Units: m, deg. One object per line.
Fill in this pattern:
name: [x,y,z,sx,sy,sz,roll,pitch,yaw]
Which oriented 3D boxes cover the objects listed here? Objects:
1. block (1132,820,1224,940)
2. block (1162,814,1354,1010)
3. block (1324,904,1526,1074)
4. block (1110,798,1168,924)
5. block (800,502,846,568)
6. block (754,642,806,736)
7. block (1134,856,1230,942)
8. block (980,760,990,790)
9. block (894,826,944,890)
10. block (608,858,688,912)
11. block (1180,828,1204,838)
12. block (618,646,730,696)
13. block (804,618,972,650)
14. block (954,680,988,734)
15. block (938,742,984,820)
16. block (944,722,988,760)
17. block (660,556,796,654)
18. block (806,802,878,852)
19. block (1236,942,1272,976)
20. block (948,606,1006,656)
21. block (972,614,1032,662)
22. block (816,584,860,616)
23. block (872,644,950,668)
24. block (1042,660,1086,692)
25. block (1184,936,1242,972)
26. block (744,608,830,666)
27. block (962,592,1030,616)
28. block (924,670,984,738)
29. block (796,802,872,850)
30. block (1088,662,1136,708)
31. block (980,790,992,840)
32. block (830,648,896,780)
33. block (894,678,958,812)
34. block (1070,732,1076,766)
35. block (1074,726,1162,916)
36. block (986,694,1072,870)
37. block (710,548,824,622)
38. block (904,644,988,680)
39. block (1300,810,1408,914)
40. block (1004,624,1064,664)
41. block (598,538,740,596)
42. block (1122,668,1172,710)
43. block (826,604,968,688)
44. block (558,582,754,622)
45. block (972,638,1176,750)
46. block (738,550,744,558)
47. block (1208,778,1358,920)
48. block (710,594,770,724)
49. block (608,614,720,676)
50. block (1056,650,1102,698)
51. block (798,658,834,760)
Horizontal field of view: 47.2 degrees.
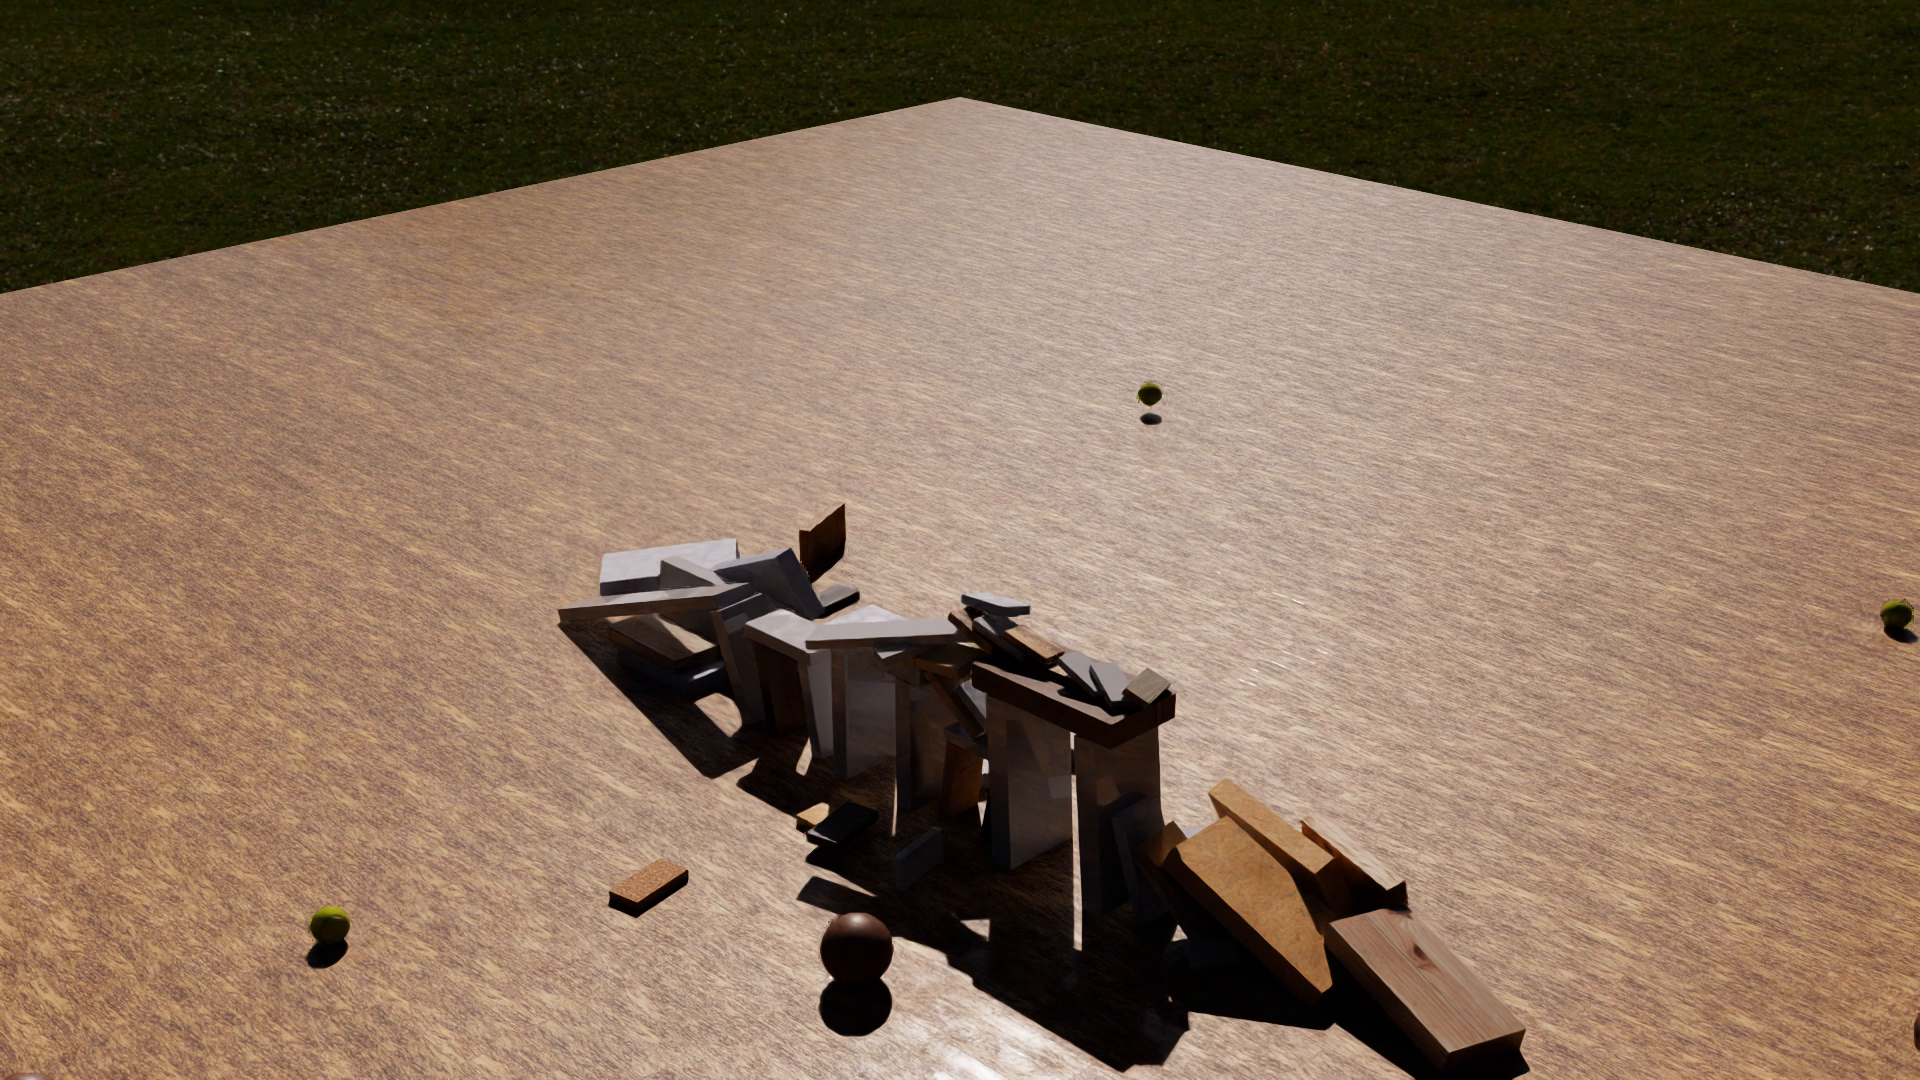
block: [0.417,0.623,4.018,0.104,0.029,0.208,-28,74,-42]
block: [0.553,0.664,3.951,0.169,0.048,0.369,-23,56,-42]
block: [0.798,0.768,3.797,0.169,0.048,0.338,-8,35,-28]
block: [0.348,0.595,4.094,0.104,0.208,0.029,-22,12,-41]
block: [-0.353,-0.014,5.661,0.029,0.104,0.208,9,25,21]
block: [-0.381,0.307,4.763,0.106,0.212,0.030,-21,20,-40]
block: [0.418,0.645,4.043,0.104,0.029,0.208,-22,70,-41]
block: [0.018,0.416,4.686,0.138,0.039,0.340,-11,30,-20]
block: [-0.079,0.612,4.230,0.019,0.068,0.136,11,25,32]
block: [-0.592,0.656,4.188,0.072,0.020,0.144,15,27,32]
block: [0.433,0.589,4.353,0.107,0.015,0.054,1,23,2]
block: [-0.655,0.281,5.051,0.258,0.037,0.129,21,31,40]
block: [-0.129,0.184,4.351,0.366,0.021,0.072,-4,24,24]
block: [0.070,0.339,4.304,0.081,0.023,0.162,-20,64,-41]
block: [0.005,0.469,4.426,0.088,0.176,0.025,-21,39,-41]
block: [0.061,0.397,4.338,0.176,0.025,0.088,21,31,41]
block: [-0.545,0.179,5.120,0.426,0.169,0.048,21,27,40]
block: [-0.232,0.566,4.349,0.072,0.021,0.145,13,26,29]
block: [0.538,0.752,3.972,0.048,0.014,0.095,-16,28,-33]
block: [0.045,0.174,4.241,0.067,0.019,0.134,-14,39,-38]
block: [0.094,0.183,4.204,0.134,0.019,0.067,34,35,32]
block: [-0.317,0.146,5.392,0.068,0.019,0.136,17,29,35]
block: [-0.094,0.207,4.331,0.144,0.020,0.072,-19,22,-13]
block: [0.212,0.252,4.103,0.107,0.015,0.054,21,31,41]
block: [0.454,0.745,3.957,0.095,0.014,0.048,-6,58,-13]
block: [-0.350,0.206,4.687,0.212,0.030,0.106,21,31,40]
block: [0.069,0.125,4.260,0.067,0.019,0.134,-2,11,-36]
block: [0.006,0.304,4.335,0.081,0.162,0.023,-38,2,-42]
block: [-0.251,0.570,4.391,0.144,0.020,0.072,21,31,40]
block: [0.280,0.265,4.027,0.054,0.015,0.107,-2,37,-22]
block: [0.091,0.503,4.348,0.025,0.176,0.088,30,35,30]
block: [-0.199,0.340,4.589,0.041,0.290,0.145,21,31,40]
block: [-0.064,0.393,4.464,0.041,0.290,0.145,20,30,40]
block: [0.233,0.403,4.761,0.138,0.039,0.276,1,23,5]
block: [0.299,0.505,4.113,0.050,0.355,0.178,15,27,43]
block: [0.137,0.441,4.263,0.178,0.355,0.050,-21,28,-41]
block: [-0.456,0.120,5.092,0.048,0.169,0.338,-35,14,-33]
block: [-0.030,0.230,4.298,0.081,0.023,0.162,-30,27,-35]
block: [0.737,0.630,4.093,0.039,0.138,0.276,-24,30,-17]
block: [0.140,0.197,4.161,0.107,0.015,0.054,33,35,33]
block: [-0.722,0.071,5.482,0.337,0.048,0.169,-7,25,-2]
block: [0.342,0.271,4.022,0.054,0.015,0.107,33,30,15]
block: [-0.131,0.213,4.464,0.290,0.041,0.145,21,31,40]
block: [-0.710,0.144,5.070,0.104,0.029,0.682,-20,9,-39]
block: [0.210,0.281,4.118,0.178,0.050,0.356,-21,31,-40]
block: [-0.599,0.062,5.577,0.104,0.029,0.208,-8,24,-19]
block: [0.608,0.592,4.144,0.048,0.169,0.338,-36,34,-13]
block: [-0.453,0.260,4.823,0.037,0.258,0.129,-6,12,46]
block: [-0.683,0.235,5.067,0.129,0.037,0.258,-20,30,-39]
block: [0.234,0.247,4.063,0.054,0.015,0.107,-16,44,-37]
block: [-0.280,0.346,4.670,0.106,0.212,0.030,-21,20,-41]
